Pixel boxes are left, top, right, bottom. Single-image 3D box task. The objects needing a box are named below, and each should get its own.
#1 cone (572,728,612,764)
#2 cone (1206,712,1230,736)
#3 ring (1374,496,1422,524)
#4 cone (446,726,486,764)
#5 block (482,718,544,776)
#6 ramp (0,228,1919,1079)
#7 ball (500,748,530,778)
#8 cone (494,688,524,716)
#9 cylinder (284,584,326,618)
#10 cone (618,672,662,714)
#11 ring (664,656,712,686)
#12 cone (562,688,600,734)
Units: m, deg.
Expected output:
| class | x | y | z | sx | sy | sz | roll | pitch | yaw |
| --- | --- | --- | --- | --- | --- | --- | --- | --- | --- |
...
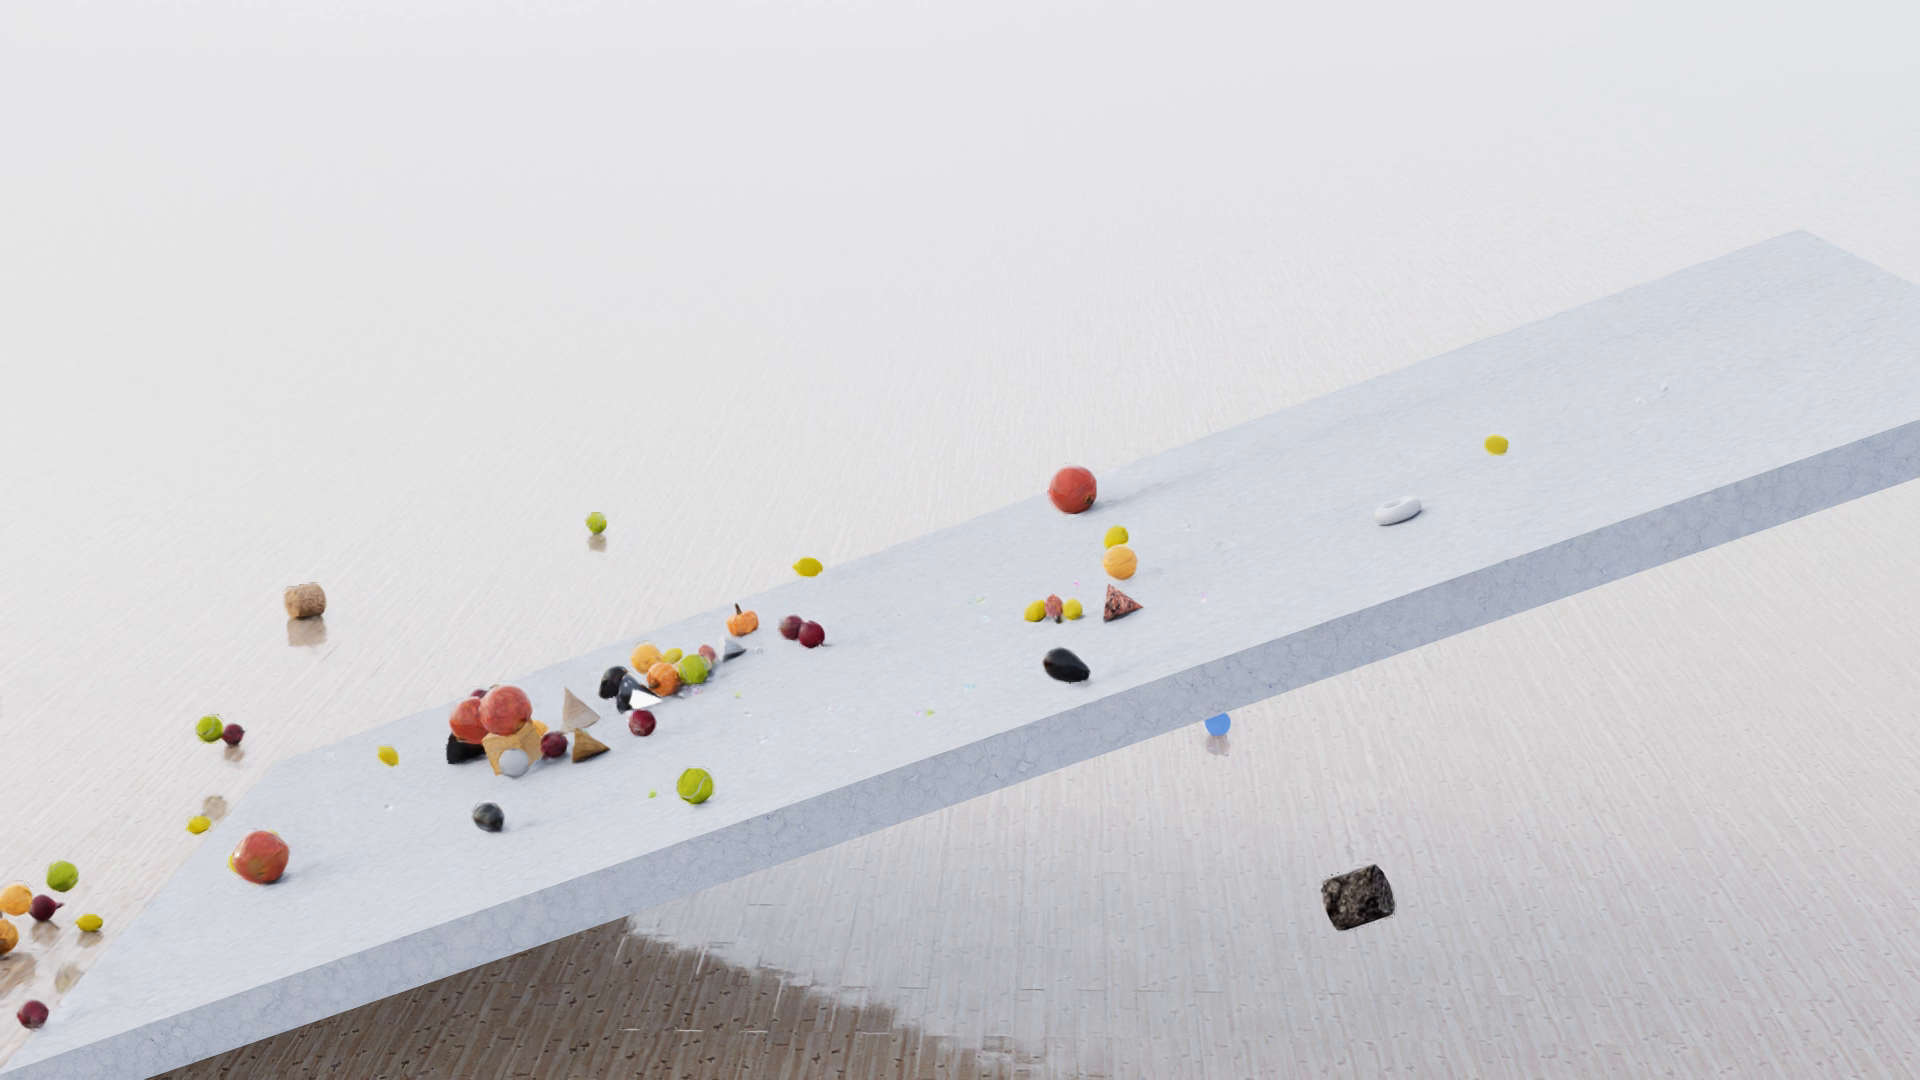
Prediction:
| class | x | y | z | sx | sy | sz | roll | pitch | yaw |
| --- | --- | --- | --- | --- | --- | --- | --- | --- | --- |
| cone | -0.785 | 0.443 | 6.285 | 0.079 | 0.079 | 0.079 | 6 | 12 | -5 |
| cone | 0.715 | 0.510 | 8.081 | 0.071 | 0.071 | 0.071 | 4 | -13 | 16 |
| ring | 0.857 | -0.058 | 5.758 | 0.097 | 0.032 | 0.097 | -20 | 10 | 4 |
| cone | -1.111 | 0.475 | 6.696 | 0.090 | 0.090 | 0.090 | 9 | 14 | 8 |
| block | -0.980 | 0.453 | 6.451 | 0.087 | 0.087 | 0.087 | -16 | 12 | 21 |
| ramp | 0.115 | 0.177 | 6.298 | 4.000 | 0.100 | 2.000 | -19 | 11 | 6 |
| ball | -0.961 | 0.481 | 6.343 | 0.065 | 0.065 | 0.065 | 0 | 13 | 0 |
| cone | -1.073 | 0.393 | 7.038 | 0.070 | 0.070 | 0.070 | 9 | 12 | -7 |
| cylinder | -2.074 | 0.195 | 9.320 | 0.095 | 0.095 | 0.095 | -11 | 17 | -39 |
| cone | -0.705 | 0.350 | 6.565 | 0.094 | 0.094 | 0.094 | 10 | 14 | 10 |
| ring | -0.618 | 0.297 | 6.674 | 0.114 | 0.038 | 0.114 | -19 | 13 | 4 |
| cone | -0.870 | 0.373 | 6.612 | 0.095 | 0.095 | 0.095 | -20 | 11 | 4 |
